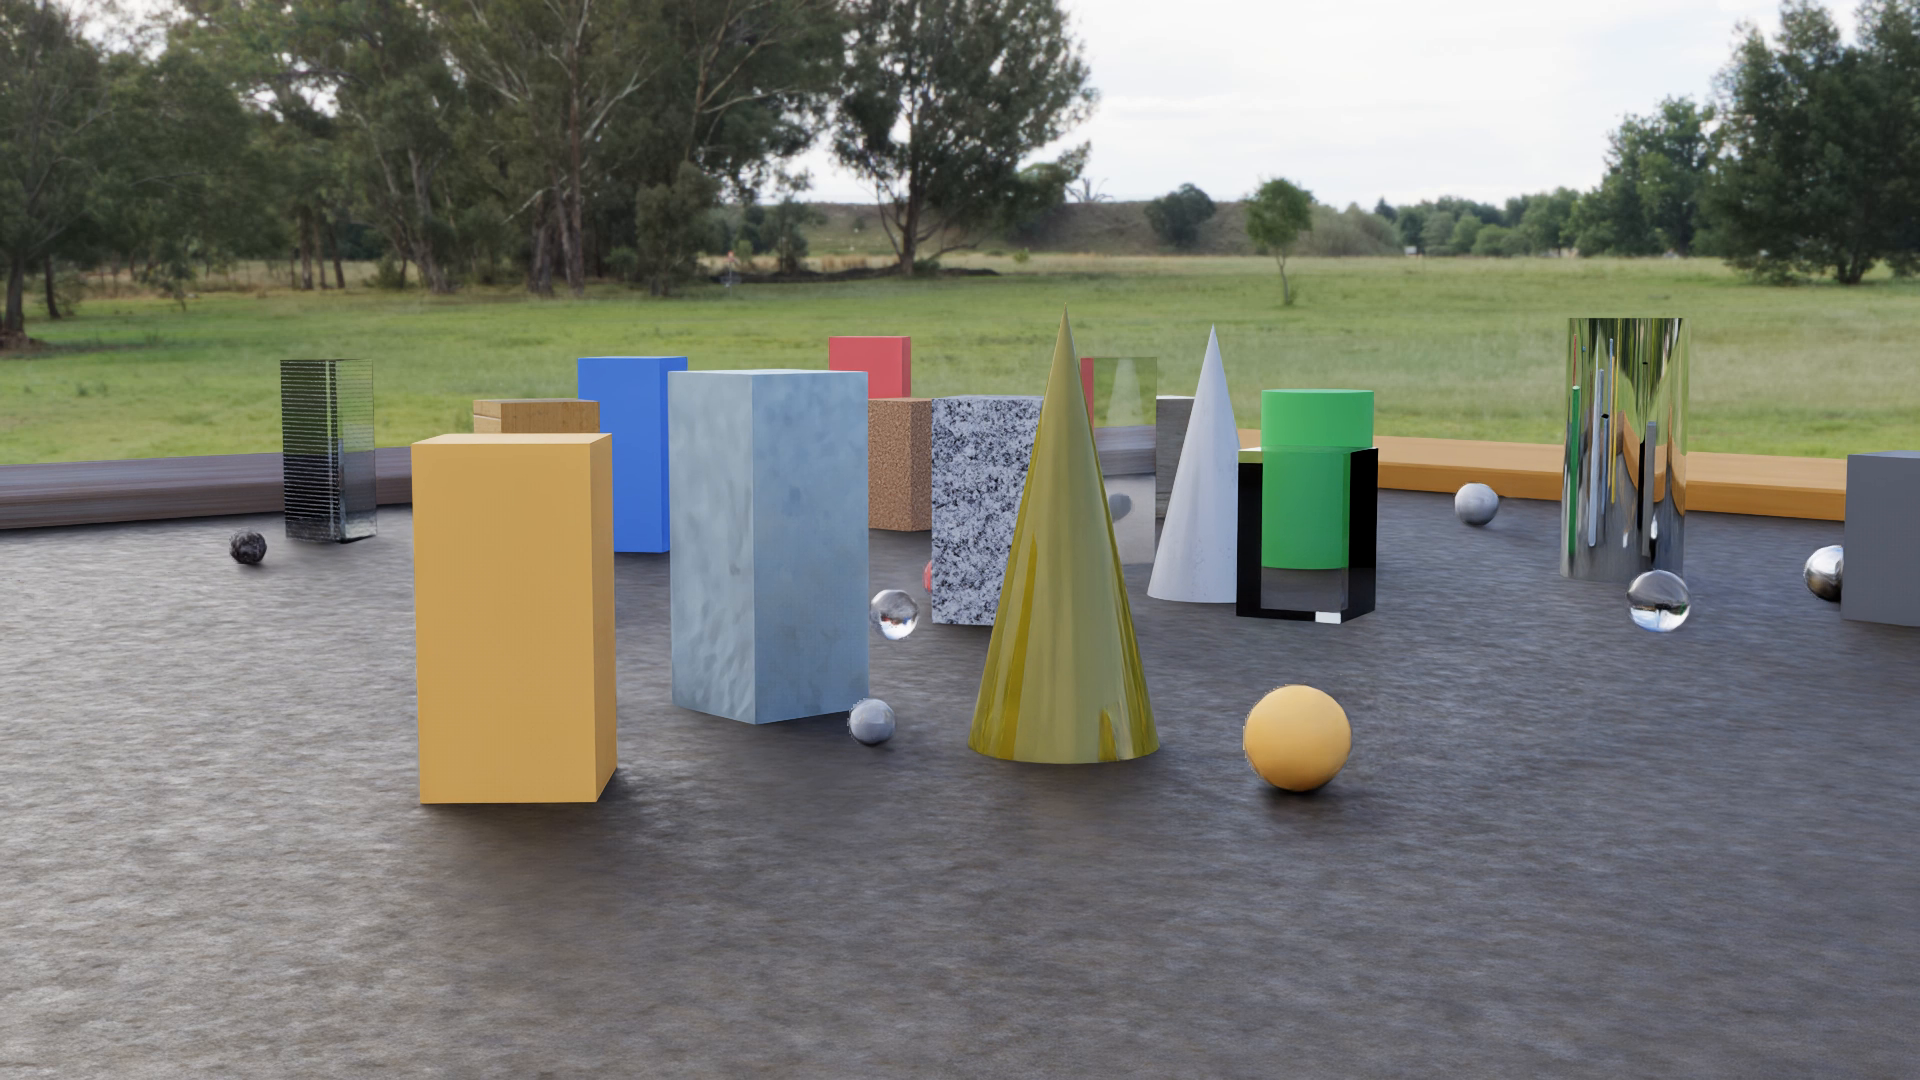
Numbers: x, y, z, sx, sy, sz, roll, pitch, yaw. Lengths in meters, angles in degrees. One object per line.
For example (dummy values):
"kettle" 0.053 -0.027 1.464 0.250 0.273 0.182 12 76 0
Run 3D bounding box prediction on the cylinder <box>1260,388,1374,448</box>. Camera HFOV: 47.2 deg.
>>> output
"cylinder" 0.637 -0.116 3.936 0.198 0.302 0.198 0 6 0

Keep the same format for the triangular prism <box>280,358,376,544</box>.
"triangular prism" -1.207 -0.178 4.302 0.172 0.350 0.149 4 7 35

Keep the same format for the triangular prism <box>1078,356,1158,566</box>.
"triangular prism" 0.234 -0.142 3.893 0.172 0.364 0.149 -4 7 -32

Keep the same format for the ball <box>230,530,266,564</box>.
"ball" -1.251 0.013 3.865 0.061 0.061 0.061 0 6 0

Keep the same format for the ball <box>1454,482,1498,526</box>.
"ball" 1.071 -0.074 4.561 0.090 0.090 0.090 0 6 0

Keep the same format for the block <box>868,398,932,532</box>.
"block" -0.105 -0.159 4.546 0.159 0.262 0.159 5 8 42

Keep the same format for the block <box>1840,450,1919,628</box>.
"block" 1.390 -0.004 3.171 0.159 0.238 0.159 -5 8 -41

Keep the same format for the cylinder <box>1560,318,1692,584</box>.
"cylinder" 1.112 -0.154 3.676 0.198 0.432 0.198 0 6 0

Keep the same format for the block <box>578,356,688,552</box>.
"block" -0.612 -0.164 4.135 0.159 0.357 0.159 1 6 12

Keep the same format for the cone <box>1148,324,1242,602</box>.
"cone" 0.394 -0.126 3.440 0.198 0.426 0.198 0 6 0

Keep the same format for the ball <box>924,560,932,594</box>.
"ball" -0.018 0.057 3.378 0.075 0.075 0.075 0 6 0

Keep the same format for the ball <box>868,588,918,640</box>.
"ball" -0.091 0.101 2.985 0.070 0.070 0.070 0 6 0

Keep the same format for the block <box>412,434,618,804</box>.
"block" -0.413 0.068 2.059 0.159 0.326 0.159 0 6 -2

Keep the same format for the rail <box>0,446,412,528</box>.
"rail" -1.469 -0.132 4.915 4.587 0.129 0.045 -5 8 -42

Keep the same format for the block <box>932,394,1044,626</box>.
"block" 0.059 -0.046 3.183 0.159 0.320 0.159 2 6 17

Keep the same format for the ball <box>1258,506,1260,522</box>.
"ball" 0.631 -0.051 4.291 0.099 0.099 0.099 0 6 0

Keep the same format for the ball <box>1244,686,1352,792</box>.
"ball" 0.314 0.184 2.044 0.098 0.098 0.098 0 6 0

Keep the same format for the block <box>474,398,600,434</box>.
"block" -0.677 -0.072 3.524 0.159 0.302 0.159 -3 7 -27

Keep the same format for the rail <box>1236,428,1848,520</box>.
"rail" 1.668 -0.126 4.863 0.045 0.129 4.380 -5 8 -42

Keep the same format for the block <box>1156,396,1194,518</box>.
"block" 0.431 -0.185 4.826 0.159 0.256 0.159 -2 6 -22

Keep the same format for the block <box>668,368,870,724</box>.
"block" -0.214 0.000 2.465 0.159 0.377 0.159 -5 8 -41

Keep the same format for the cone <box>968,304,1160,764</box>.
"cone" 0.106 -0.015 2.244 0.198 0.453 0.198 0 6 0

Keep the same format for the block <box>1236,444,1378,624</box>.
"block" 0.511 -0.013 3.234 0.159 0.243 0.159 3 7 28

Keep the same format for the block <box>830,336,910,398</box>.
"block" -0.196 -0.253 4.841 0.159 0.387 0.159 1 6 6

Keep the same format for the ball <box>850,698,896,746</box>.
"ball" -0.090 0.187 2.261 0.047 0.047 0.047 0 6 0

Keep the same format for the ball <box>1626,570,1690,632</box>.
"ball" 0.968 0.085 3.049 0.087 0.087 0.087 0 6 0

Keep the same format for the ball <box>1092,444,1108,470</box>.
"ball" 0.406 -0.231 6.156 0.072 0.072 0.072 0 6 0

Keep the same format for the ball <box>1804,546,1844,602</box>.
"ball" 1.341 0.052 3.374 0.086 0.086 0.086 0 6 0
